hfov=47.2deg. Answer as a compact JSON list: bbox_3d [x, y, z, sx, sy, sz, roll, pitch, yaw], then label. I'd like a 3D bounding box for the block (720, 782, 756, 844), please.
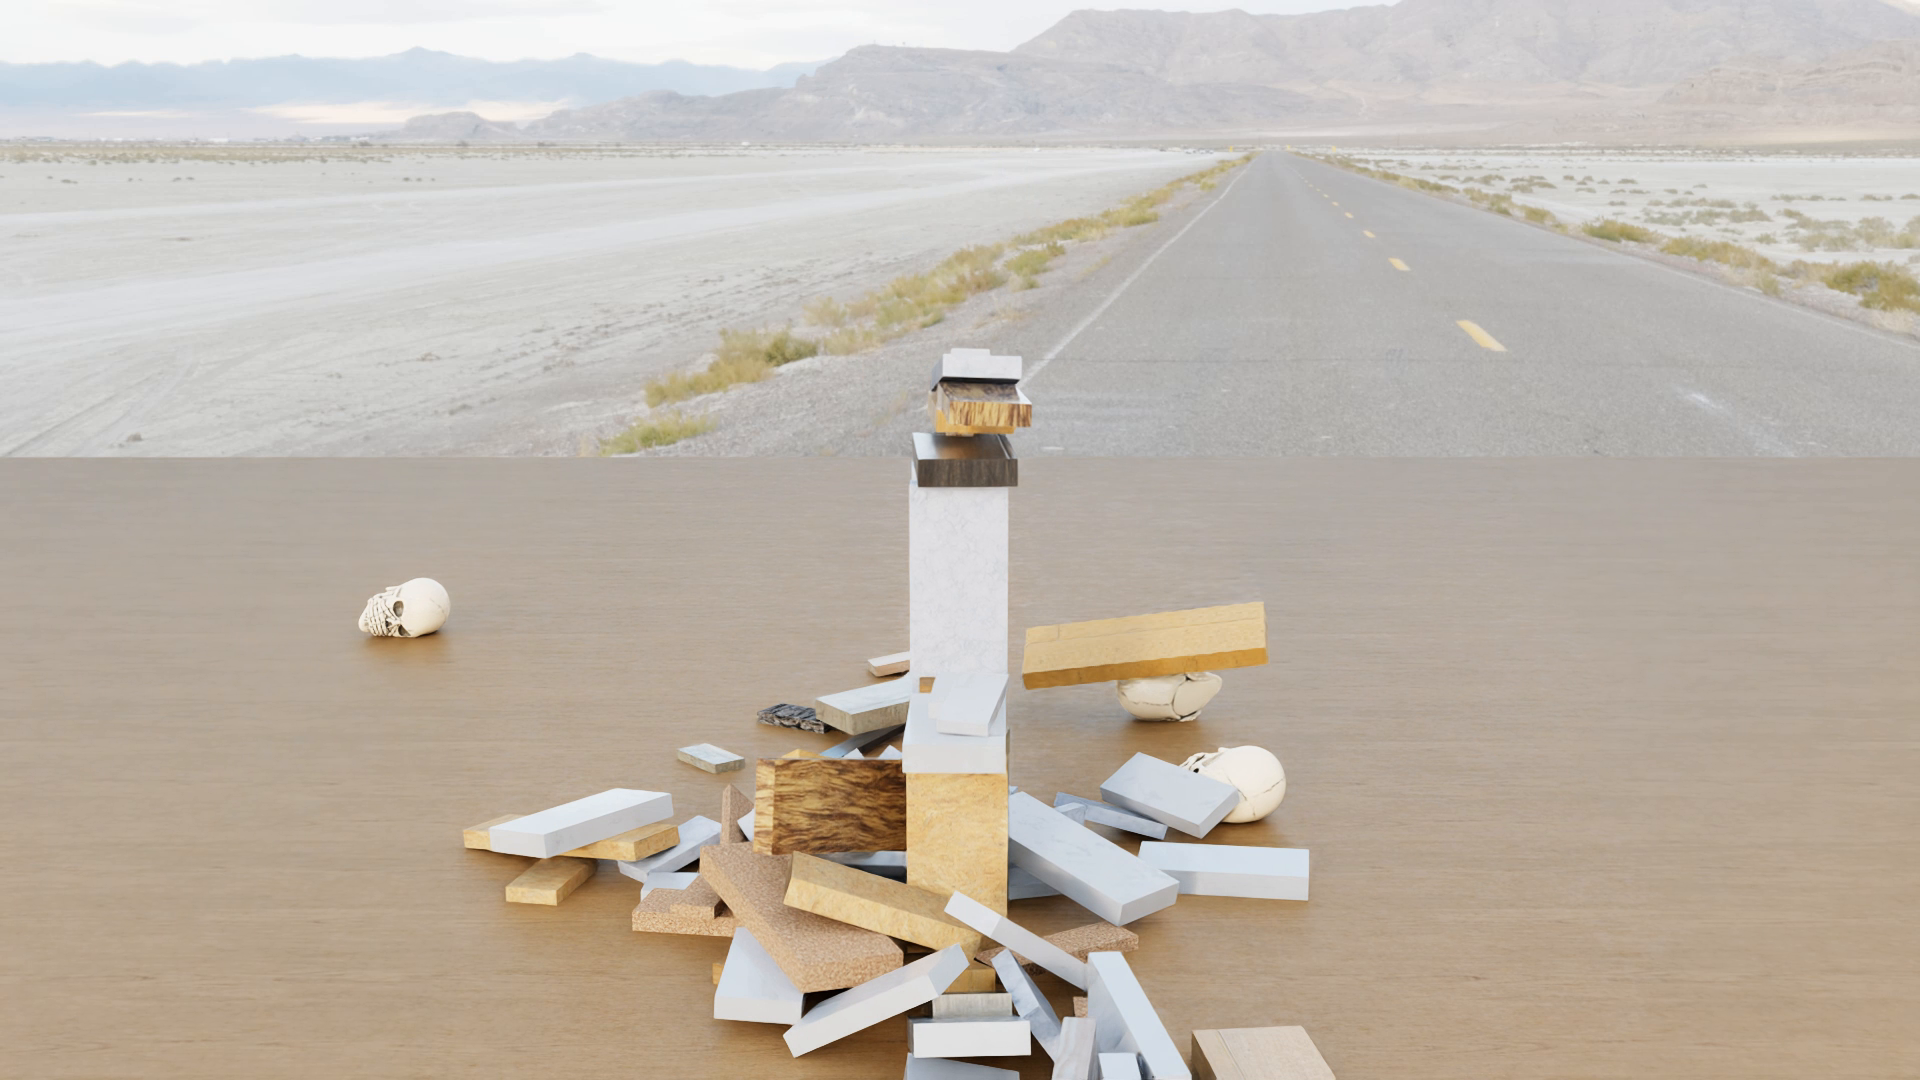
[{"bbox_3d":[-0.377,0.505,3.785,0.021,0.072,0.426,-45,10,2],"label":"block"}]

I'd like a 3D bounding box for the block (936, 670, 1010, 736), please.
[{"bbox_3d":[0.021,0.252,3.397,0.079,0.022,0.158,5,26,12],"label":"block"}]

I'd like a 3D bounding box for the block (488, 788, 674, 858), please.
[{"bbox_3d":[-0.647,0.484,3.774,0.143,0.041,0.286,-1,8,40],"label":"block"}]

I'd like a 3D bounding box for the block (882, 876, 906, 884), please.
[{"bbox_3d":[-0.127,0.572,3.563,0.092,0.026,0.184,4,3,-20],"label":"block"}]

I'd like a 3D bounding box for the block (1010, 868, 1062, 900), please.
[{"bbox_3d":[0.126,0.573,3.693,0.168,0.024,0.084,-3,11,-16],"label":"block"}]

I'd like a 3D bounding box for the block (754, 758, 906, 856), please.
[{"bbox_3d":[-0.136,0.429,3.564,0.041,0.146,0.492,-2,-5,42],"label":"block"}]

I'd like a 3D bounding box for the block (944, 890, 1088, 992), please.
[{"bbox_3d":[0.101,0.591,3.202,0.243,0.034,0.121,35,-10,-33],"label":"block"}]

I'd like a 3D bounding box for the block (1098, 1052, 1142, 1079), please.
[{"bbox_3d":[0.193,0.725,2.520,0.044,0.155,0.310,0,11,-2],"label":"block"}]

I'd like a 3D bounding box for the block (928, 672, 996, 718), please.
[{"bbox_3d":[0.004,0.248,3.519,0.095,0.027,0.189,1,11,4],"label":"block"}]

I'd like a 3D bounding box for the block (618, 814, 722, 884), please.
[{"bbox_3d":[-0.491,0.533,3.787,0.177,0.025,0.089,-27,25,-36],"label":"block"}]

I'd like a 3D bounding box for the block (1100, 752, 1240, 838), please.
[{"bbox_3d":[0.380,0.462,3.994,0.230,0.033,0.115,17,42,42],"label":"block"}]

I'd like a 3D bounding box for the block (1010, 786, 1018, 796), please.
[{"bbox_3d":[-0.032,0.478,3.829,0.265,0.115,0.033,3,11,17],"label":"block"}]

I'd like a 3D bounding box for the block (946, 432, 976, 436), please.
[{"bbox_3d":[0.007,-0.207,4.069,0.053,0.015,0.105,4,11,7],"label":"block"}]

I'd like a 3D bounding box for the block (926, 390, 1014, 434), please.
[{"bbox_3d":[0.018,-0.238,4.088,0.141,0.040,0.283,2,11,-5],"label":"block"}]

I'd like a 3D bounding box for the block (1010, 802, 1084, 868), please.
[{"bbox_3d":[0.140,0.519,3.790,0.189,0.094,0.027,-10,14,-42],"label":"block"}]

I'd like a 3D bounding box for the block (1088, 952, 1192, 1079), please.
[{"bbox_3d":[0.224,0.672,2.805,0.044,0.155,0.401,-2,11,-8],"label":"block"}]

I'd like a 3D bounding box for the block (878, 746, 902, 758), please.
[{"bbox_3d":[-0.152,0.468,3.780,0.113,0.032,0.226,32,67,32],"label":"block"}]

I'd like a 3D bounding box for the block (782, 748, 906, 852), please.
[{"bbox_3d":[-0.167,0.449,3.623,0.041,0.146,0.292,-27,-34,37],"label":"block"}]

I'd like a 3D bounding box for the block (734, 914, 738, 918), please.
[{"bbox_3d":[-0.261,0.562,3.505,0.203,0.024,0.084,-8,10,-5],"label":"block"}]

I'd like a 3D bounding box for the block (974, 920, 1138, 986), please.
[{"bbox_3d":[0.146,0.633,3.378,0.264,0.022,0.079,-7,13,-33],"label":"block"}]

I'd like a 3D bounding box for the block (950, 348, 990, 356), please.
[{"bbox_3d":[0.016,-0.336,4.078,0.071,0.020,0.141,2,-2,-3],"label":"block"}]

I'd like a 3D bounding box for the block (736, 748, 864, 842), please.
[{"bbox_3d":[-0.254,0.450,3.738,0.239,0.026,0.092,-30,41,-11],"label":"block"}]

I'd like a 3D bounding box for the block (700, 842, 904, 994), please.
[{"bbox_3d":[-0.248,0.560,3.328,0.153,0.043,0.465,-2,14,-25],"label":"block"}]

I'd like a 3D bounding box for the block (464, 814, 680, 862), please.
[{"bbox_3d":[-0.681,0.517,3.834,0.406,0.032,0.113,-2,8,34],"label":"block"}]

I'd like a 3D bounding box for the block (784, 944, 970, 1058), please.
[{"bbox_3d":[-0.115,0.633,3.029,0.243,0.034,0.121,-27,0,22],"label":"block"}]

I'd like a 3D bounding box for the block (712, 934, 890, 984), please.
[{"bbox_3d":[-0.231,0.626,3.387,0.111,0.031,0.333,7,13,33],"label":"block"}]

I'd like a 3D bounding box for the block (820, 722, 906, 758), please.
[{"bbox_3d":[-0.177,0.406,4.546,0.053,0.015,0.417,4,14,32],"label":"block"}]

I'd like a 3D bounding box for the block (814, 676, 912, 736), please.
[{"bbox_3d":[-0.131,0.344,4.680,0.317,0.045,0.158,-11,14,-31],"label":"block"}]

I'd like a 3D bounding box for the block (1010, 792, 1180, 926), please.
[{"bbox_3d":[0.178,0.519,3.604,0.352,0.041,0.143,26,26,39],"label":"block"}]

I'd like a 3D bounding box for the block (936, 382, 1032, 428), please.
[{"bbox_3d":[0.040,-0.241,3.895,0.141,0.040,0.283,2,11,-5],"label":"block"}]

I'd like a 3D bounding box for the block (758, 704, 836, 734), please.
[{"bbox_3d":[-0.340,0.382,4.720,0.172,0.024,0.086,6,12,31],"label":"block"}]

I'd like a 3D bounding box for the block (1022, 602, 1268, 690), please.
[{"bbox_3d":[0.396,0.226,4.710,0.519,0.045,0.158,-7,35,12],"label":"block"}]
